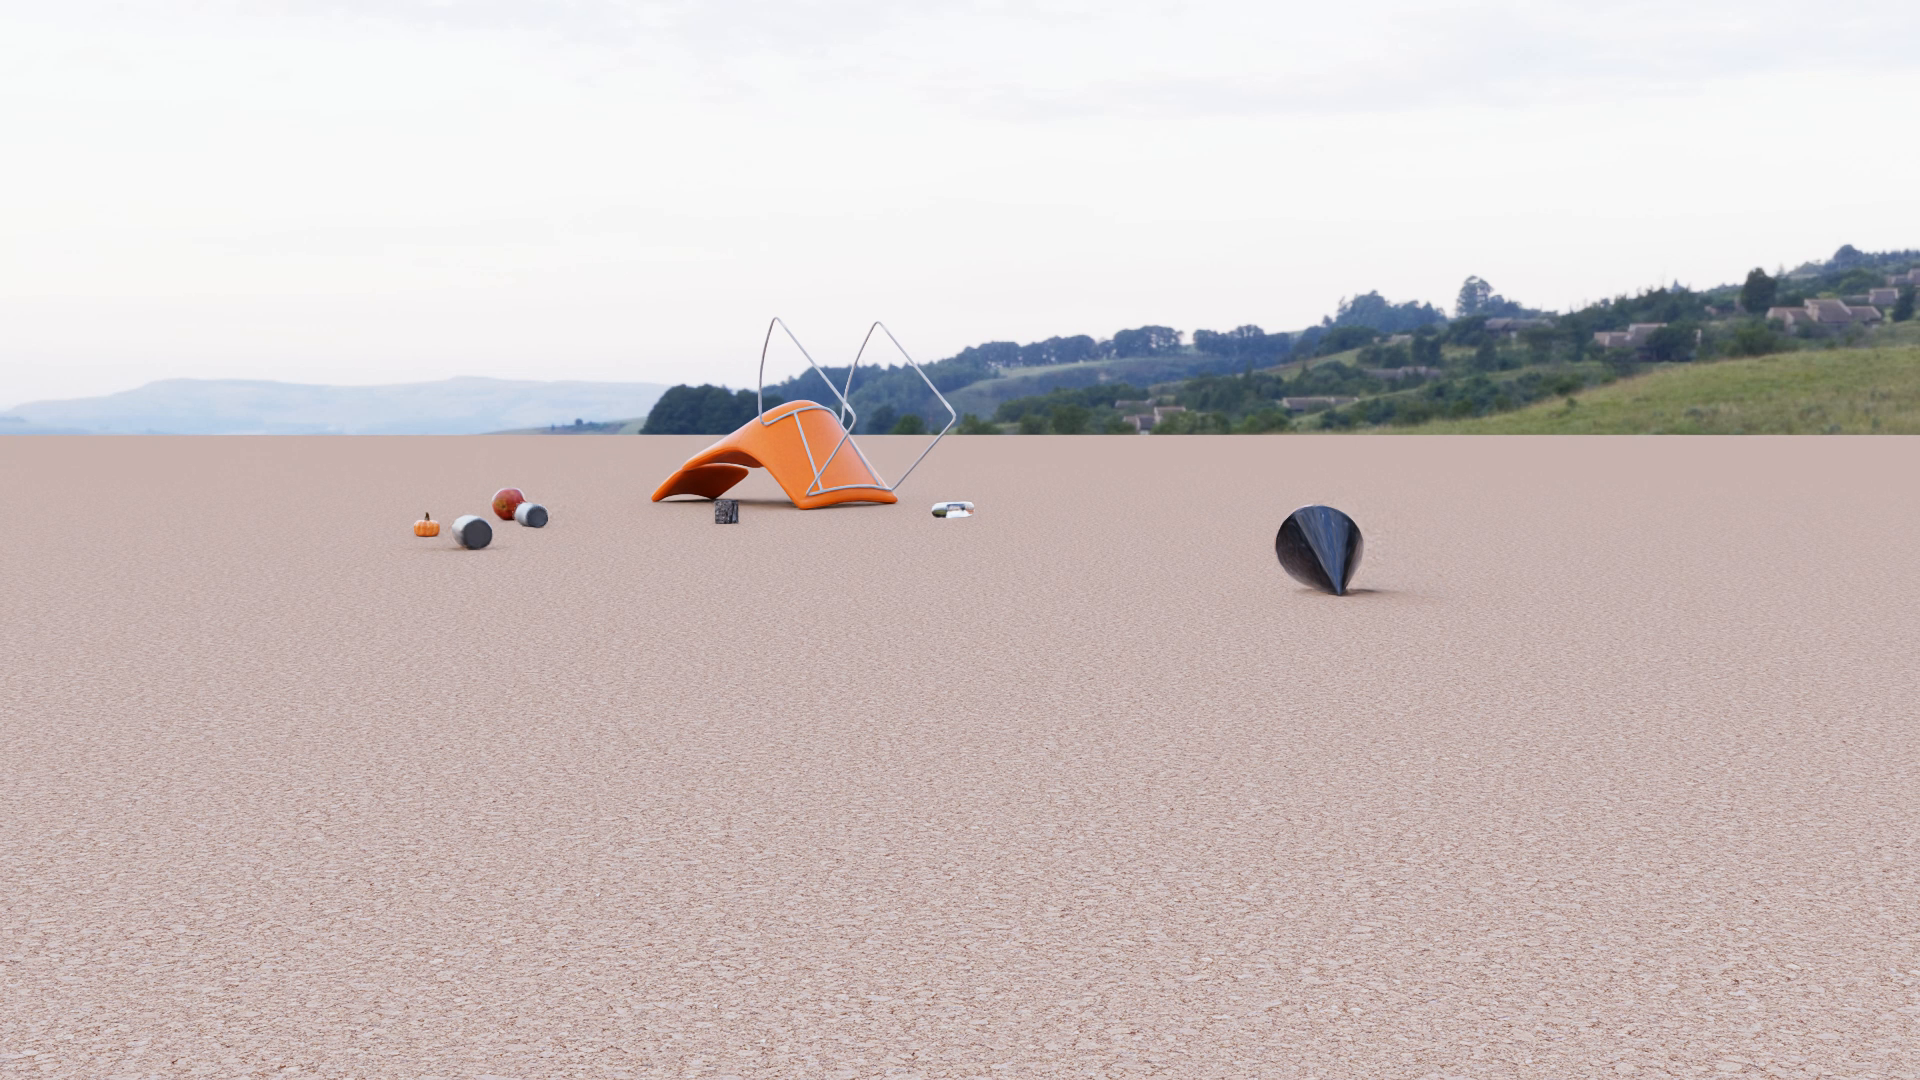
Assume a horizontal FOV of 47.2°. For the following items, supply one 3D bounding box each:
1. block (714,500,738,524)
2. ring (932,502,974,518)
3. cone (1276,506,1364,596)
[{"bbox_3d":[-0.781,-0.094,7.365,0.047,0.076,0.086,1,4,19],"label":"block"},{"bbox_3d":[-0.024,-0.106,7.736,0.101,0.050,0.193,2,5,44],"label":"ring"},{"bbox_3d":[0.811,0.070,4.820,0.188,0.251,0.176,-28,37,12],"label":"cone"}]
